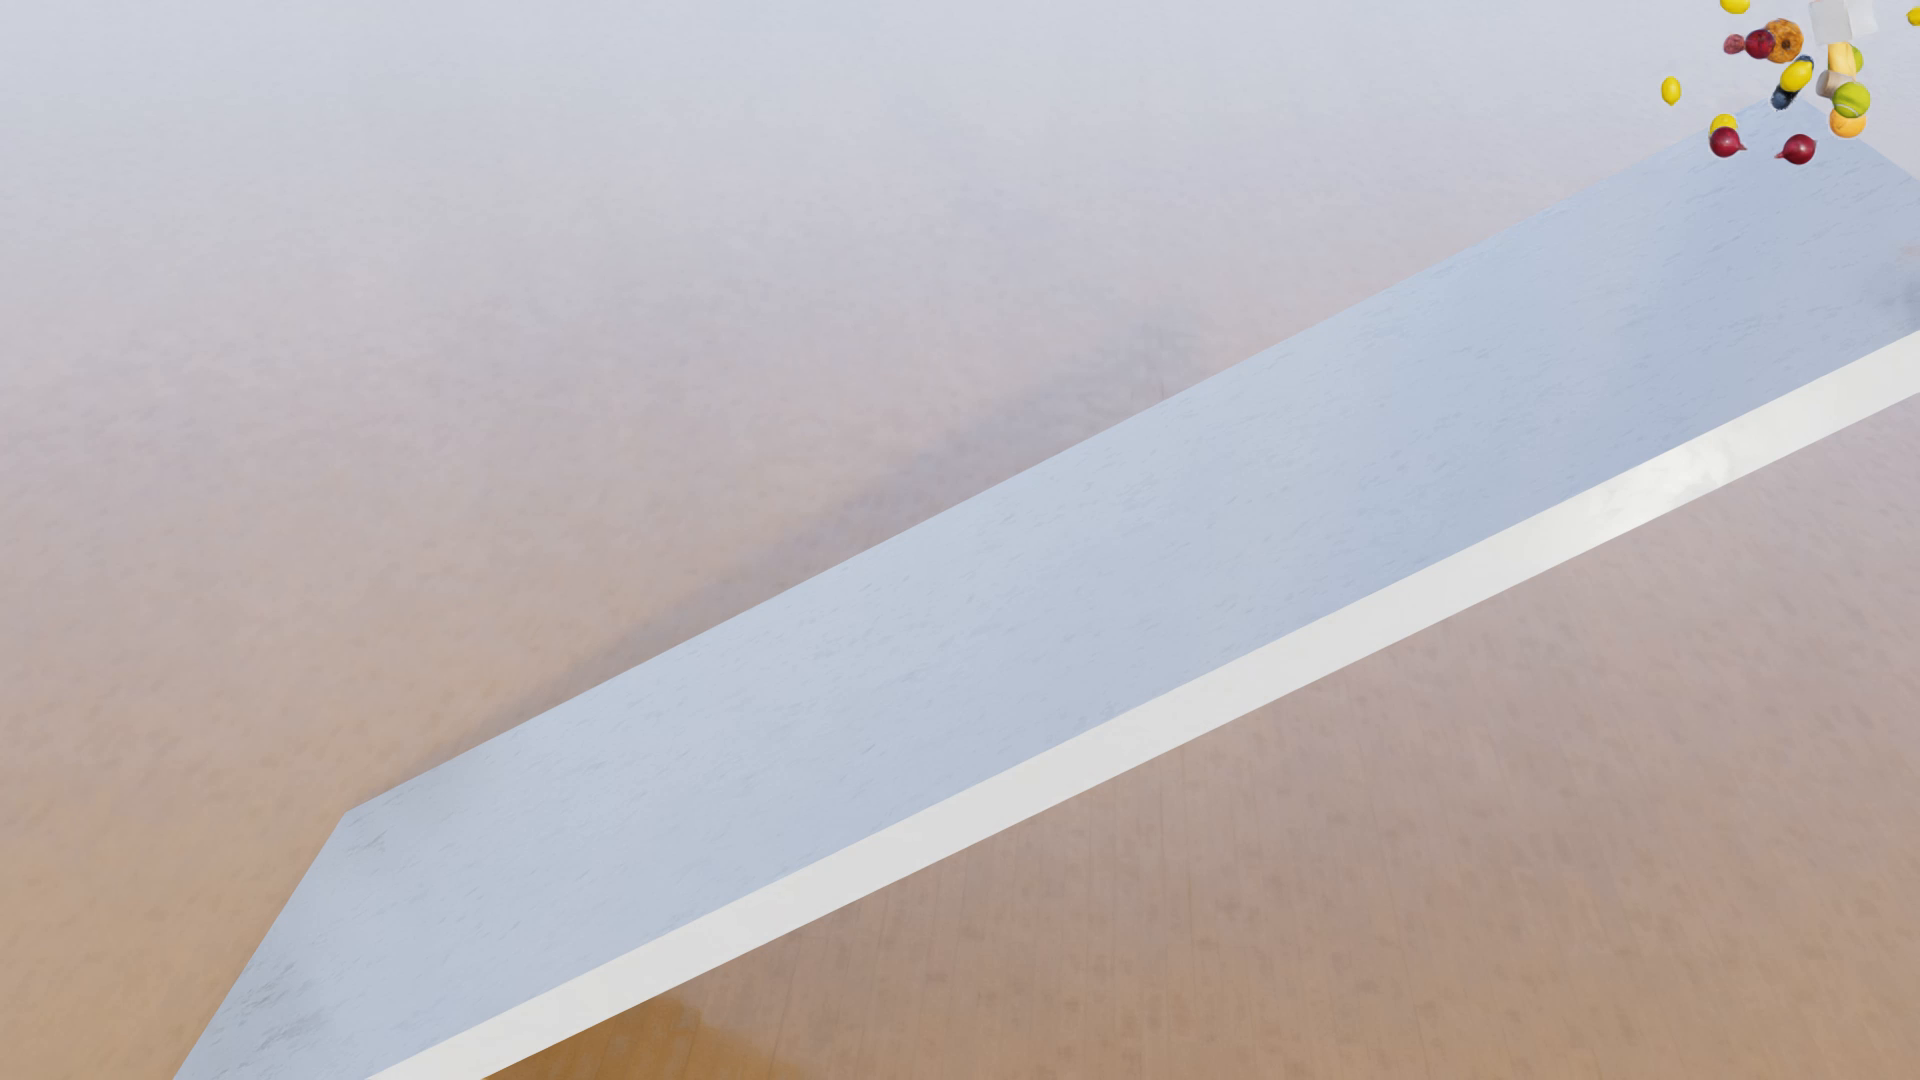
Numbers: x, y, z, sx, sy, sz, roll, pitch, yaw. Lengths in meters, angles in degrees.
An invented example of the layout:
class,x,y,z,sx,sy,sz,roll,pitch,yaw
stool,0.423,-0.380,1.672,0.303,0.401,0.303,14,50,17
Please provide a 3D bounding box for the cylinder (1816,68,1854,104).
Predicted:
class,x,y,z,sx,sy,sz,roll,pitch,yaw
cylinder,1.682,-0.873,5.655,0.052,0.052,0.052,24,17,-6

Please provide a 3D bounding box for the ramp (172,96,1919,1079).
class,x,y,z,sx,sy,sz,roll,pitch,yaw
ramp,0.141,0.167,6.282,4.000,0.100,2.000,-27,14,11

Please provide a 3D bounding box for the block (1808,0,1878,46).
class,x,y,z,sx,sy,sz,roll,pitch,yaw
block,1.658,-0.982,5.526,0.082,0.082,0.082,-23,14,-37

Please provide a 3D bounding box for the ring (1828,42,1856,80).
class,x,y,z,sx,sy,sz,roll,pitch,yaw
ring,1.725,-0.937,5.754,0.035,0.105,0.105,-12,10,29
